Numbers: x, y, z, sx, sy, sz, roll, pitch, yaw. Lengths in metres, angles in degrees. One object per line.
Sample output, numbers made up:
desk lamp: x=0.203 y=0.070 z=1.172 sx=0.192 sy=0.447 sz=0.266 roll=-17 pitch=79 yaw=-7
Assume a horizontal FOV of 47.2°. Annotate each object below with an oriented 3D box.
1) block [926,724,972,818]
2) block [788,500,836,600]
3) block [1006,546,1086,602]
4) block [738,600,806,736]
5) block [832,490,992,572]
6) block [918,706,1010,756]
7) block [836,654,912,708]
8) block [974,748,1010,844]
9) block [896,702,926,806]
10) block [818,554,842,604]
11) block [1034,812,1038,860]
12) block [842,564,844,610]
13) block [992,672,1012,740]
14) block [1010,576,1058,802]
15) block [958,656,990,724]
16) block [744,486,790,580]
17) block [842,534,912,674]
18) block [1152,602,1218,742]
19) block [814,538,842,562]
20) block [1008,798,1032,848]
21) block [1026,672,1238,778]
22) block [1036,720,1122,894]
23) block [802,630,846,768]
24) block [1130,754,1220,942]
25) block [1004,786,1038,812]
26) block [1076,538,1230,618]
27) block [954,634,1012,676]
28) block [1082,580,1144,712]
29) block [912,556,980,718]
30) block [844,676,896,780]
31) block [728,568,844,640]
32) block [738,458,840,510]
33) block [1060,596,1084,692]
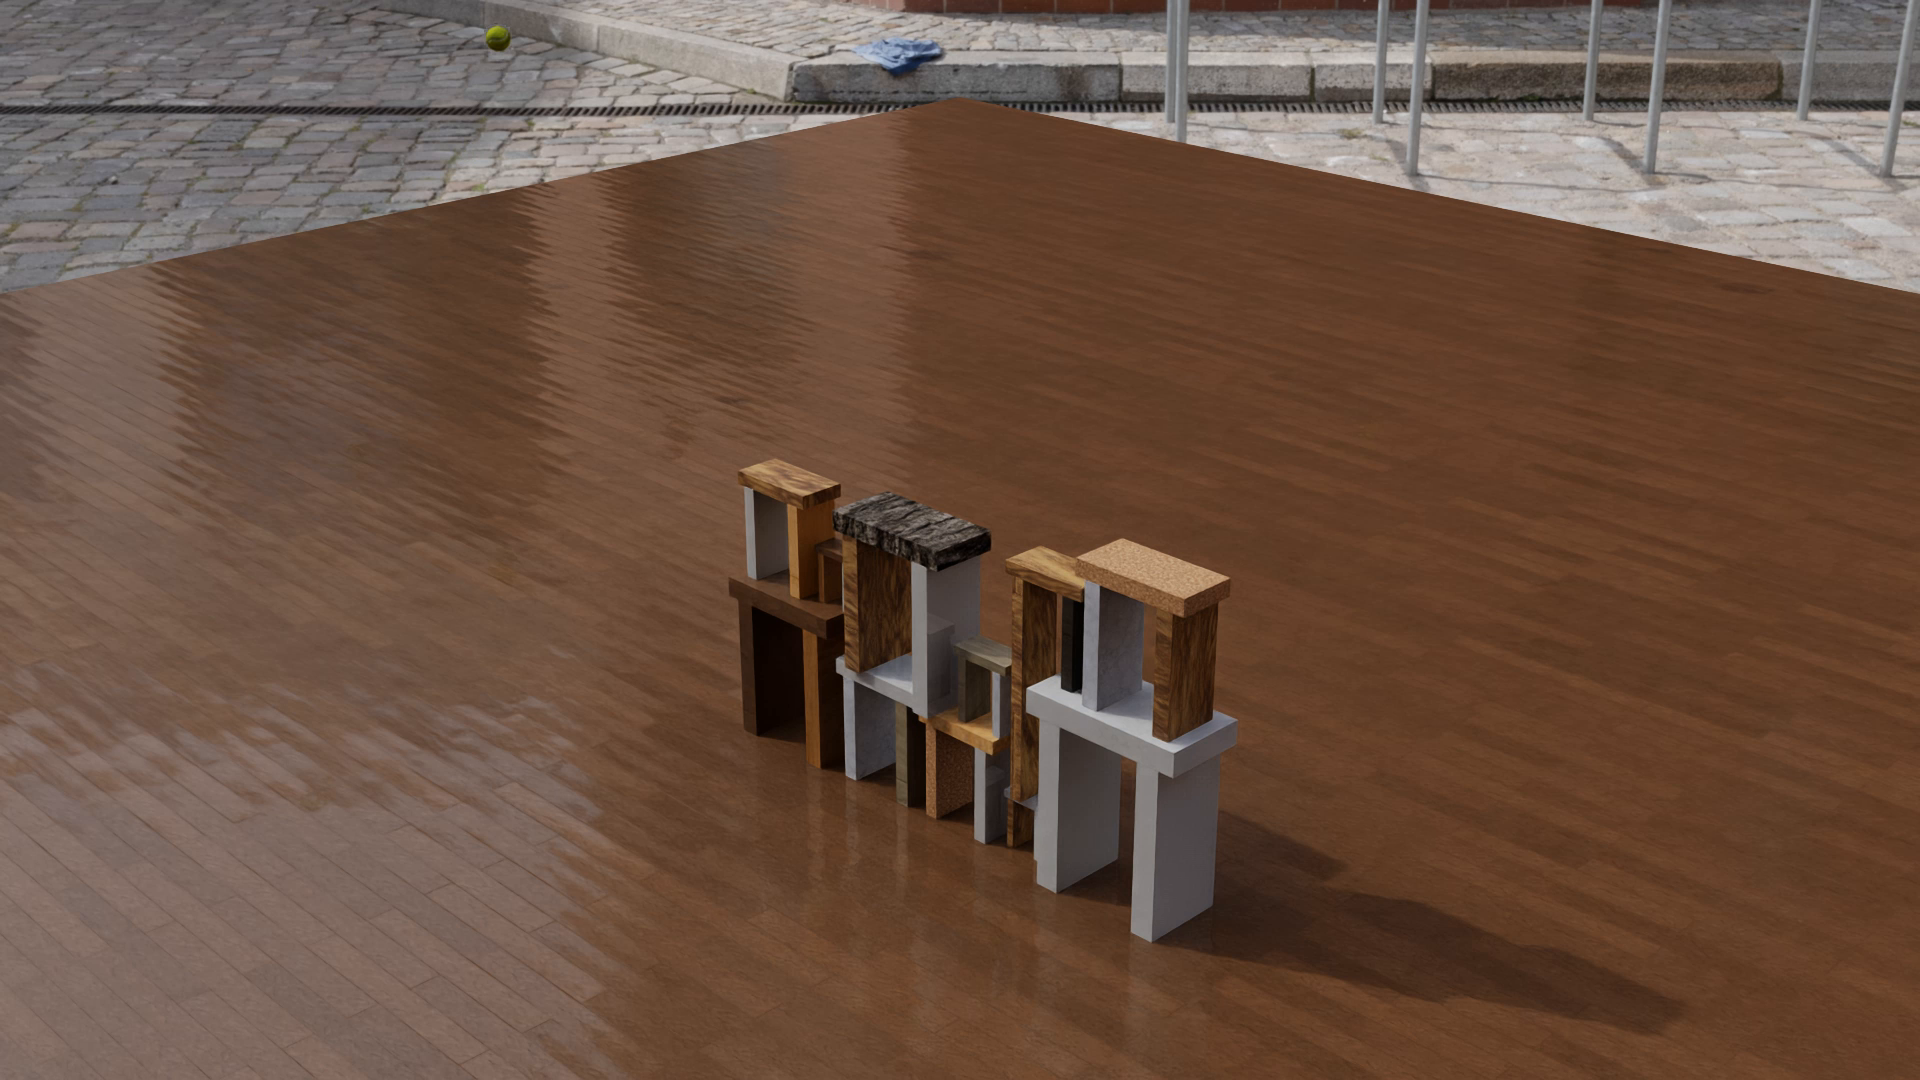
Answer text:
block: x=-0.022 y=0.450 z=4.437 sx=0.029 sy=0.206 sz=0.103 roll=21 pitch=31 yaw=41
block: x=-0.307 y=0.010 z=4.565 sx=0.029 sy=0.206 sz=0.103 roll=21 pitch=31 yaw=41
block: x=0.185 y=0.062 z=4.057 sx=0.189 sy=0.027 sz=0.094 roll=21 pitch=31 yaw=41
block: x=-0.400 y=0.254 z=4.765 sx=0.044 sy=0.310 sz=0.155 roll=21 pitch=31 yaw=41
block: x=-0.096 y=-0.020 z=4.319 sx=0.295 sy=0.042 sz=0.148 roll=21 pitch=31 yaw=40
block: x=0.027 y=0.361 z=4.346 sx=0.103 sy=0.029 sz=0.206 roll=-21 pitch=31 yaw=-41
block: x=-0.132 y=0.273 z=4.480 sx=0.116 sy=0.033 sz=0.232 roll=-21 pitch=31 yaw=-41
block: x=0.075 y=0.488 z=4.347 sx=0.029 sy=0.206 sz=0.103 roll=21 pitch=31 yaw=41
block: x=-0.077 y=0.417 z=4.482 sx=0.033 sy=0.232 sz=0.116 roll=21 pitch=31 yaw=41
block: x=-0.266 y=0.071 z=4.546 sx=0.015 sy=0.109 sz=0.054 roll=21 pitch=31 yaw=41
block: x=0.168 y=0.568 z=4.284 sx=0.015 sy=0.108 sz=0.054 roll=21 pitch=31 yaw=41
block: x=-0.215 y=0.091 z=4.499 sx=0.015 sy=0.109 sz=0.054 roll=21 pitch=31 yaw=41
block: x=0.094 y=0.309 z=4.252 sx=0.070 sy=0.139 sz=0.020 roll=-21 pitch=31 yaw=-41
block: x=0.140 y=0.274 z=4.196 sx=0.027 sy=0.472 sz=0.094 roll=21 pitch=31 yaw=40
block: x=0.028 y=0.283 z=4.313 sx=0.070 sy=0.139 sz=0.020 roll=-21 pitch=31 yaw=-41
block: x=-0.404 y=-0.028 z=4.655 sx=0.029 sy=0.206 sz=0.103 roll=21 pitch=31 yaw=41
block: x=-0.166 y=0.108 z=4.449 sx=0.148 sy=0.295 sz=0.042 roll=-21 pitch=31 yaw=-40
block: x=0.398 y=0.220 z=3.881 sx=0.036 sy=0.251 sz=0.126 roll=21 pitch=31 yaw=41
block: x=-0.241 y=0.024 z=4.498 sx=0.109 sy=0.015 sz=0.054 roll=21 pitch=31 yaw=41
block: x=0.118 y=0.548 z=4.330 sx=0.015 sy=0.108 sz=0.054 roll=21 pitch=31 yaw=41
block: x=0.312 y=0.322 z=4.027 sx=0.355 sy=0.050 sz=0.178 roll=21 pitch=31 yaw=41
block: x=0.228 y=0.476 z=4.183 sx=0.050 sy=0.356 sz=0.178 roll=21 pitch=31 yaw=41
block: x=-0.254 y=0.311 z=4.630 sx=0.044 sy=0.310 sz=0.155 roll=21 pitch=31 yaw=41
block: x=0.396 y=0.542 z=4.029 sx=0.050 sy=0.356 sz=0.178 roll=21 pitch=31 yaw=41
block: x=0.143 y=0.501 z=4.283 sx=0.108 sy=0.015 sz=0.054 roll=21 pitch=31 yaw=40
block: x=0.339 y=0.065 z=3.880 sx=0.126 sy=0.036 sz=0.251 roll=-21 pitch=31 yaw=-41
block: x=0.061 y=0.223 z=4.251 sx=0.139 sy=0.020 sz=0.070 roll=21 pitch=31 yaw=41
block: x=0.279 y=0.174 z=3.990 sx=0.036 sy=0.251 sz=0.126 roll=21 pitch=31 yaw=41
block: x=-0.027 y=0.177 z=4.326 sx=0.042 sy=0.325 sz=0.148 roll=21 pitch=31 yaw=40
block: x=-0.187 y=0.374 z=4.583 sx=0.033 sy=0.232 sz=0.116 roll=21 pitch=31 yaw=41
block: x=-0.327 y=0.119 z=4.628 sx=0.310 sy=0.044 sz=0.155 roll=21 pitch=31 yaw=41
block: x=-0.355 y=-0.117 z=4.564 sx=0.206 sy=0.029 sz=0.103 roll=21 pitch=31 yaw=41
block: x=0.229 y=0.179 z=4.058 sx=0.027 sy=0.189 sz=0.094 roll=21 pitch=31 yaw=41
